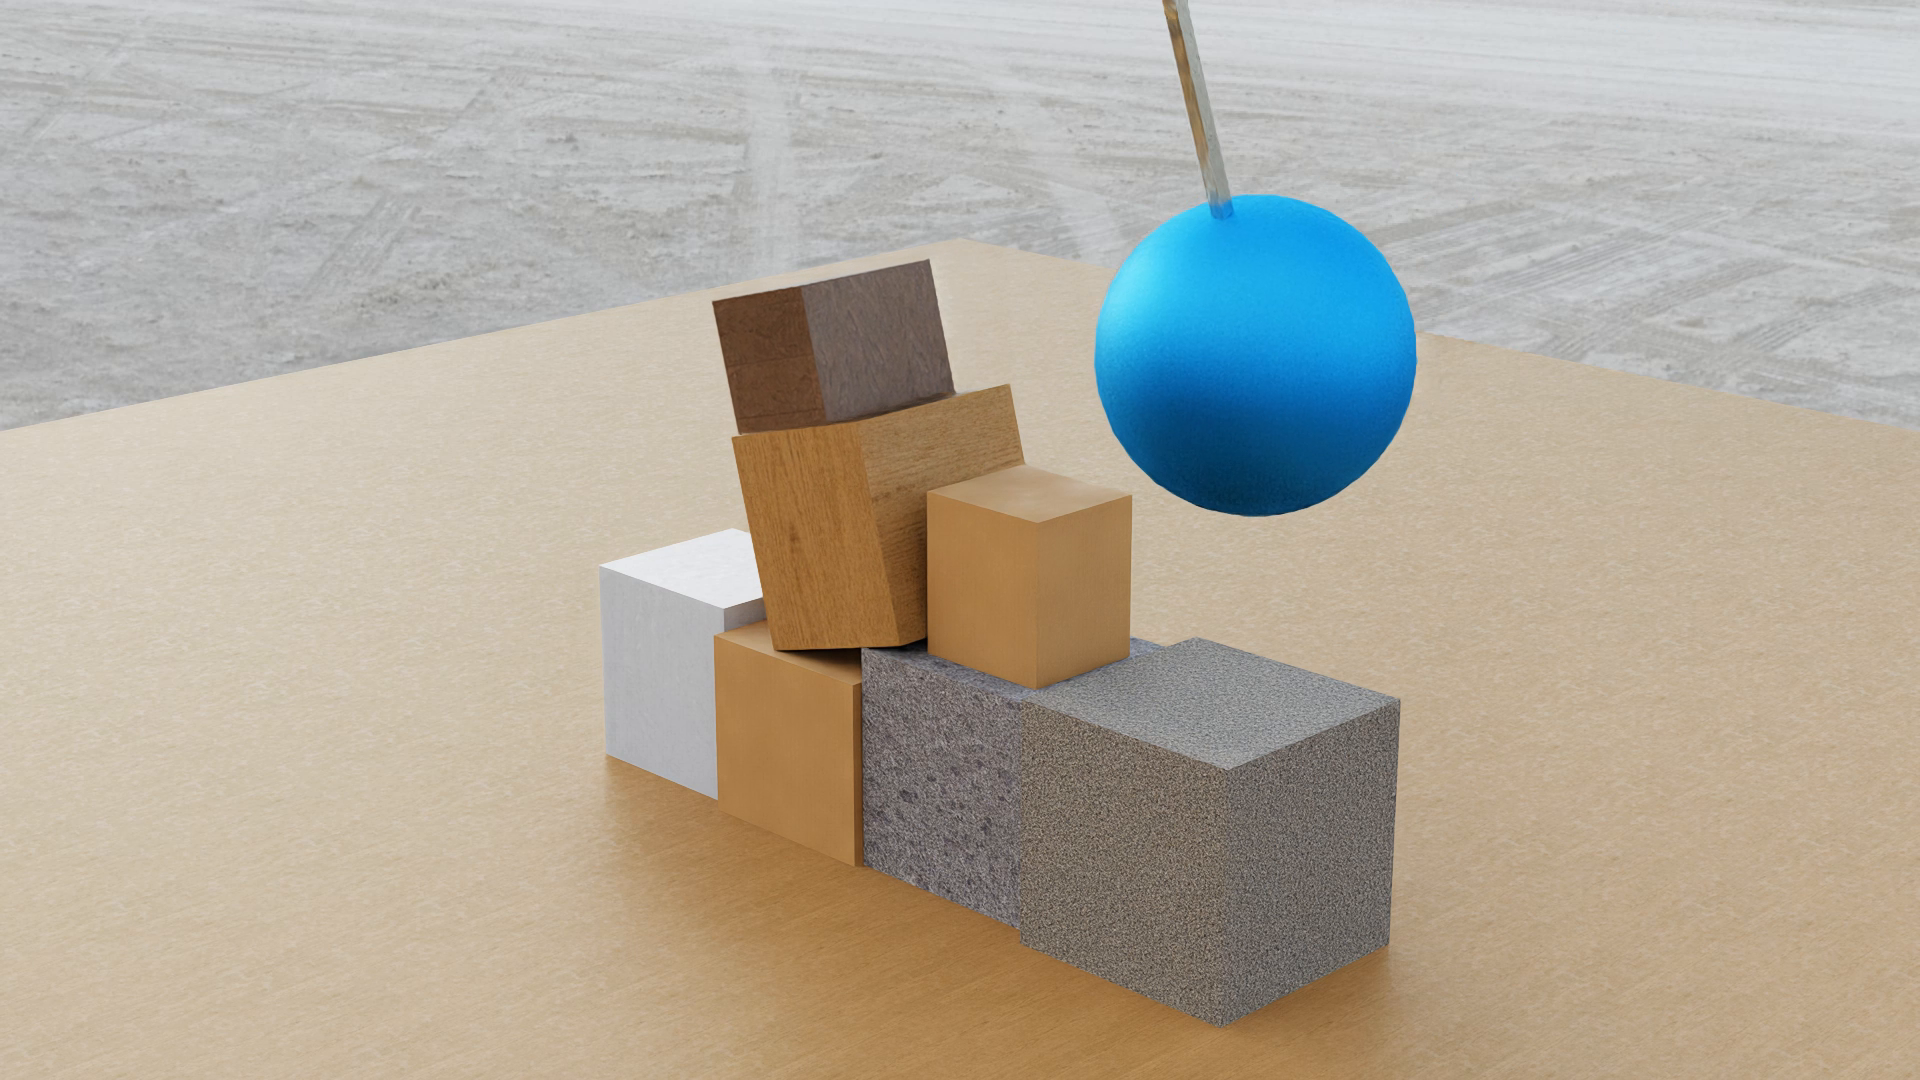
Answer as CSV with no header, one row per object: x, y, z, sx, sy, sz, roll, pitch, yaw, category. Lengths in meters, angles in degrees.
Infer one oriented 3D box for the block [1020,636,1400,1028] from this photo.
1.064,1.215,12.587,1.136,1.134,1.137,-17,24,-42,block

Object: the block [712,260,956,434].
-0.588,-0.902,13.679,0.794,0.632,0.660,-16,8,-41,block

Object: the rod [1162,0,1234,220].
0.636,-3.710,12.842,0.080,5.200,0.080,17,44,42,rod

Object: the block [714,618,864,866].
-0.457,0.869,14.089,1.053,0.893,0.968,-17,24,-42,block

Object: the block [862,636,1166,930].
0.288,1.006,13.373,0.987,1.062,1.090,-17,24,-42,block

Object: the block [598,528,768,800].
-1.151,0.613,14.718,0.878,1.006,0.951,-17,24,-42,block

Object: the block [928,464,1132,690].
0.307,0.154,13.047,0.608,0.759,0.673,-17,24,-42,block

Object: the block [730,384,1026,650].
-0.320,-0.106,13.671,0.975,1.020,0.888,-17,9,-42,block

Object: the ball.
1.467,-0.915,14.592,1.600,1.600,1.600,0,17,0,ball
